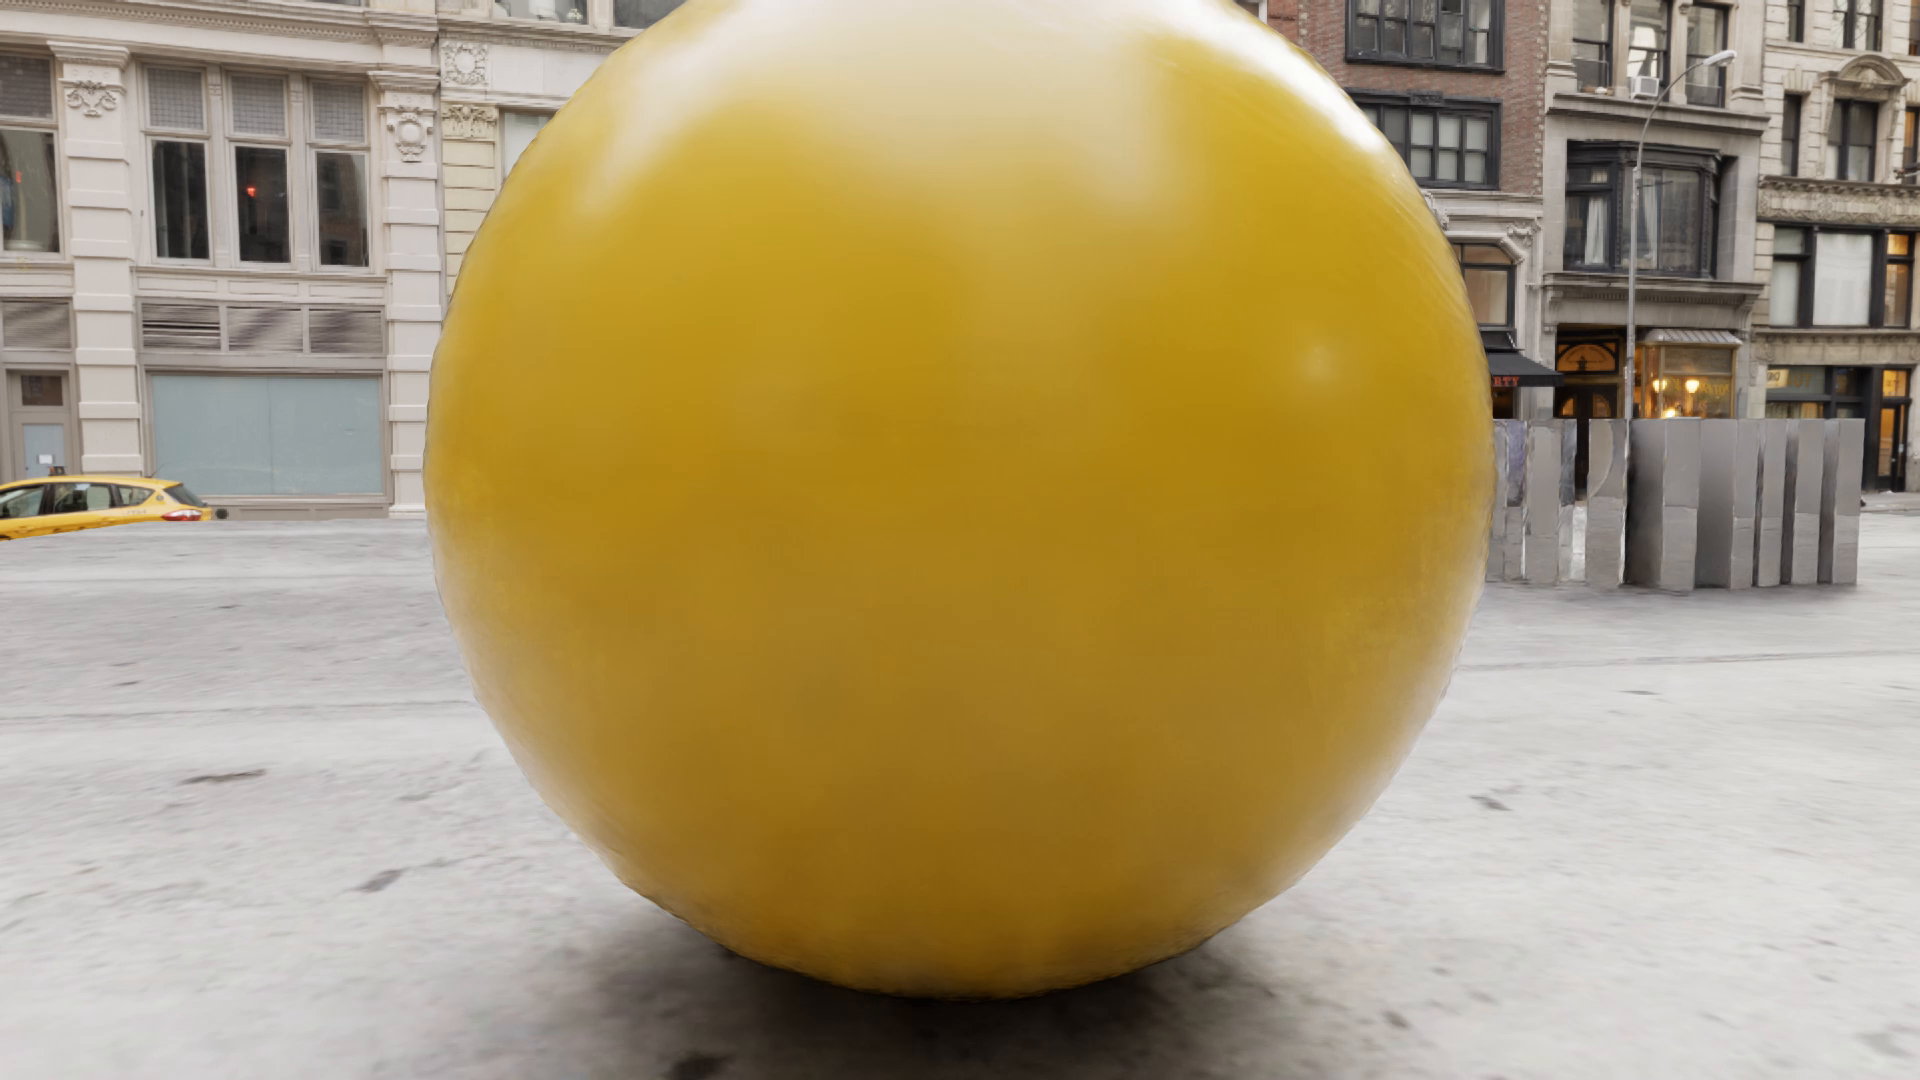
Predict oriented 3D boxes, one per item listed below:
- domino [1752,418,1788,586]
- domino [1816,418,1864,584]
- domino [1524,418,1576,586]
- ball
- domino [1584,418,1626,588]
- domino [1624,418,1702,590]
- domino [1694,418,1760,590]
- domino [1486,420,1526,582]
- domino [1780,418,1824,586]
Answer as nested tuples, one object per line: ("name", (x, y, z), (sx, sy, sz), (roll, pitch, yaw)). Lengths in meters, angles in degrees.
("domino", (0.237, -0.012, 0.394), (0.010, 0.050, 0.025), (-2, 5, -23))
("domino", (0.267, -0.013, 0.402), (0.009, 0.050, 0.025), (-1, 4, -14))
("domino", (0.182, -0.012, 0.396), (0.010, 0.050, 0.025), (3, 5, 34))
("ball", (0.000, -0.005, 0.103), (0.080, 0.080, 0.080), (0, 4, 0))
("domino", (0.195, -0.012, 0.388), (0.010, 0.050, 0.025), (2, 5, 27))
("domino", (0.209, -0.011, 0.383), (0.009, 0.050, 0.025), (0, 4, 5))
("domino", (0.224, -0.011, 0.387), (0.009, 0.050, 0.025), (-2, 5, -25))
("domino", (0.170, -0.013, 0.405), (0.010, 0.050, 0.025), (3, 5, 36))
("domino", (0.252, -0.012, 0.398), (0.010, 0.050, 0.025), (-1, 4, -14))
